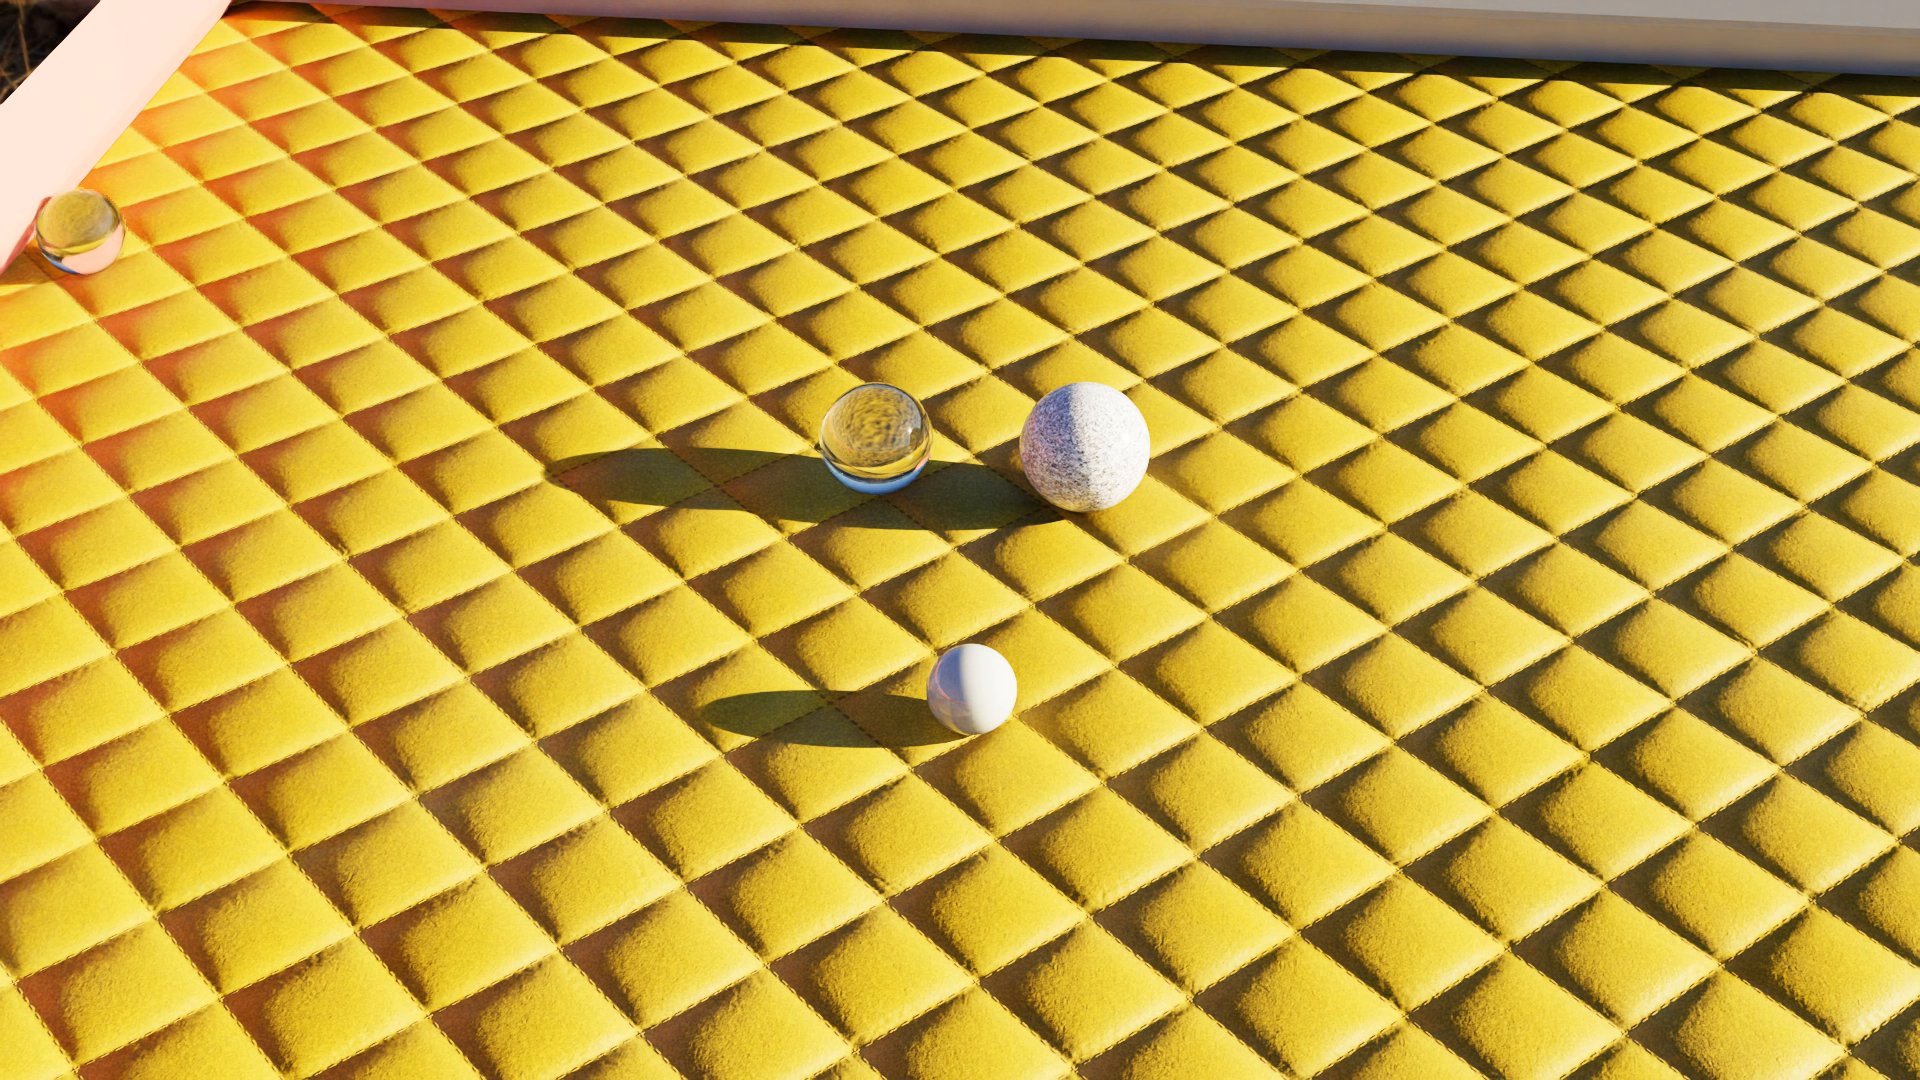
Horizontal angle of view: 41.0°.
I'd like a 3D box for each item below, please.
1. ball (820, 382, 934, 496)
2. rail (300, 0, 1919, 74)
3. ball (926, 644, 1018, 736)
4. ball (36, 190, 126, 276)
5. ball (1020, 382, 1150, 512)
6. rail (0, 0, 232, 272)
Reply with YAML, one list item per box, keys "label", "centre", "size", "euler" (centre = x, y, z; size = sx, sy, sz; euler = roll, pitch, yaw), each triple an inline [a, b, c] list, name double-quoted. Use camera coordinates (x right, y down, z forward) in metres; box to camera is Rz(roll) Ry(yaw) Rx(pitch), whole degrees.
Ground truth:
- label: "ball"
  centre: [-0.062, -0.076, 1.915]
  size: [0.085, 0.085, 0.085]
  euler: [0, 35, 0]
- label: "rail"
  centre: [0.969, -0.497, 2.478]
  size: [3.488, 0.126, 0.045]
  euler: [4, 35, 5]
- label: "ball"
  centre: [0.008, 0.098, 1.688]
  size: [0.060, 0.060, 0.060]
  euler: [0, 35, 0]
- label: "ball"
  centre: [-0.752, -0.263, 2.193]
  size: [0.073, 0.073, 0.073]
  euler: [0, 35, 0]
- label: "ball"
  centre: [0.092, -0.069, 1.894]
  size: [0.097, 0.097, 0.097]
  euler: [0, 35, 0]
- label: "rail"
  centre: [-0.843, -0.074, 1.874]
  size: [0.045, 0.126, 1.912]
  euler: [4, 35, 5]
